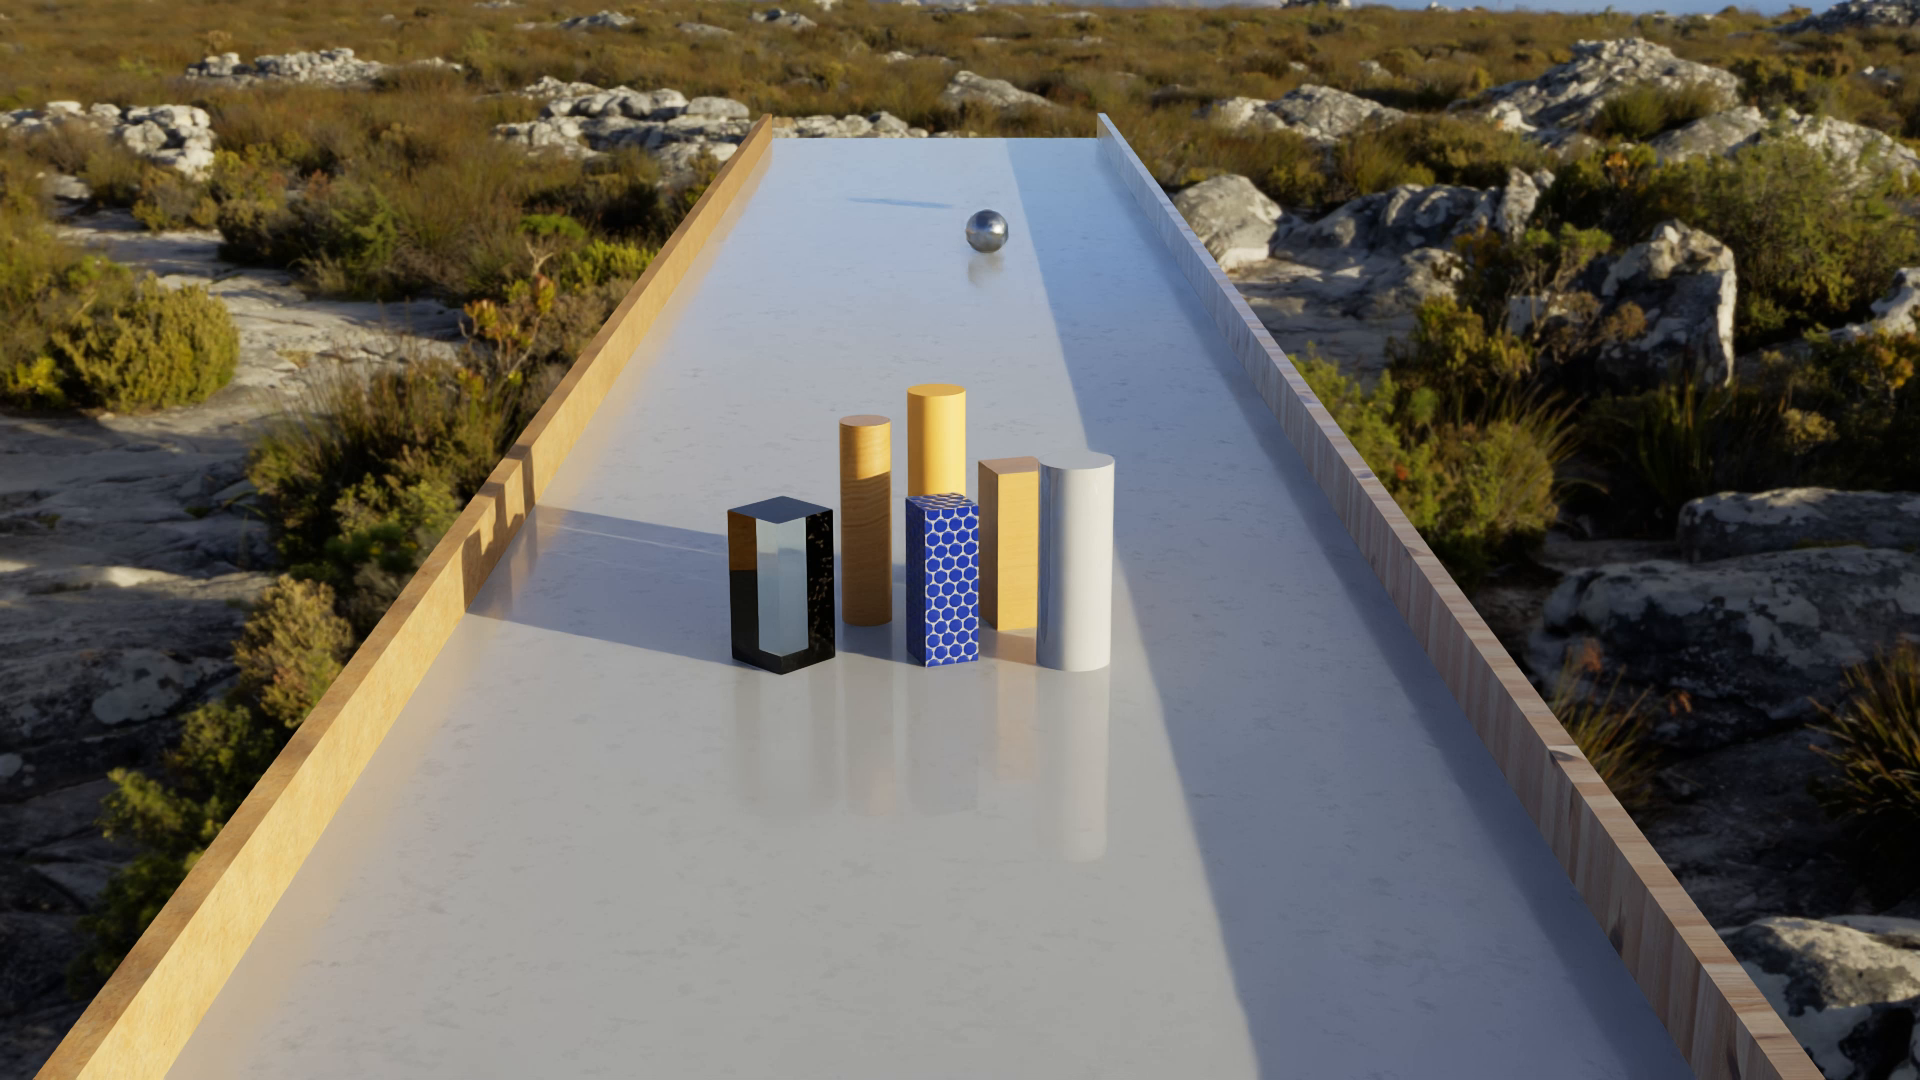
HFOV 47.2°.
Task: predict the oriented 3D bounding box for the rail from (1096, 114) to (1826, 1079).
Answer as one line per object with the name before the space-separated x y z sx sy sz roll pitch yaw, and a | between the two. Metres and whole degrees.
rail | 0.932 -0.844 7.801 0.050 0.150 12.000 0 17 -1

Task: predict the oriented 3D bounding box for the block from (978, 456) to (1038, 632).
block | 0.116 0.006 4.614 0.122 0.337 0.122 -6 17 -18

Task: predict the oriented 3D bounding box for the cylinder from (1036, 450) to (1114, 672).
cylinder | 0.228 0.041 4.364 0.149 0.413 0.149 0 17 0

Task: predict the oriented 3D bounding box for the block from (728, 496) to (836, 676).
block | -0.355 0.088 4.386 0.147 0.310 0.147 15 22 41

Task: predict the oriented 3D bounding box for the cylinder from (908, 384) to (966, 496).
cylinder | -0.052 -0.119 4.863 0.128 0.436 0.128 0 17 0

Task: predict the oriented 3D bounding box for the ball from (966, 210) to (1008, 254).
ball | 0.114 -1.302 9.281 0.184 0.184 0.184 0 17 0

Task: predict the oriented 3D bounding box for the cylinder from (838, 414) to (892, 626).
cylinder | -0.197 -0.040 4.605 0.107 0.432 0.107 0 17 0

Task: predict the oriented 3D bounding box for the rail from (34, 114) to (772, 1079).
rail | -1.118 -0.838 7.780 0.050 0.150 12.000 0 17 -1

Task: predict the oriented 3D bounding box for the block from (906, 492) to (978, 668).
block | -0.036 0.078 4.399 0.112 0.322 0.112 -6 18 -21
